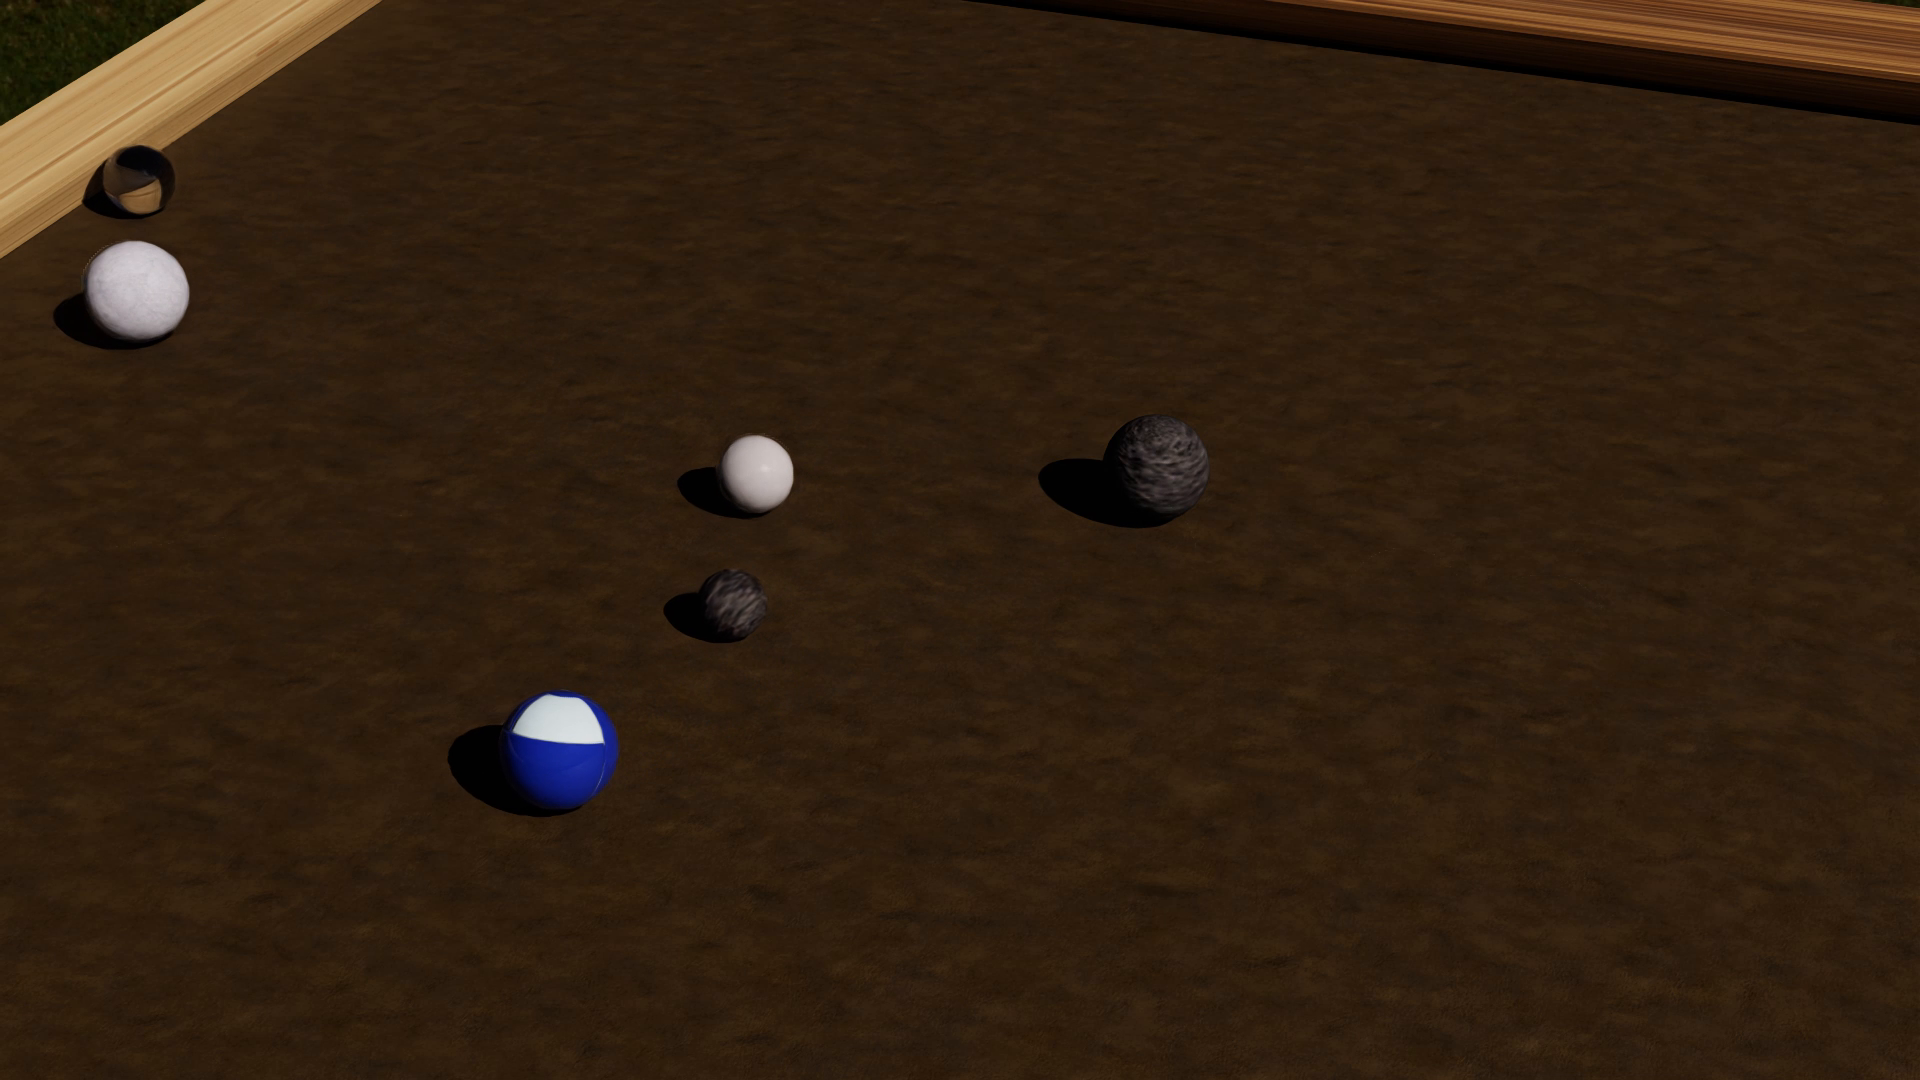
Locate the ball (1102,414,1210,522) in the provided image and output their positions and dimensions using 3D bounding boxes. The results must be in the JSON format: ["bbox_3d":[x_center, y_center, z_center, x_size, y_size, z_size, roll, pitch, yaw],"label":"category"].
[{"bbox_3d":[0.162,-0.059,2.123,0.089,0.089,0.089,0,33,0],"label":"ball"}]

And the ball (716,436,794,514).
[{"bbox_3d":[-0.171,-0.055,2.137,0.065,0.065,0.065,0,33,0],"label":"ball"}]

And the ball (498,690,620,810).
[{"bbox_3d":[-0.283,0.148,1.807,0.085,0.085,0.085,0,33,0],"label":"ball"}]

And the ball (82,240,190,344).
[{"bbox_3d":[-0.764,-0.230,2.380,0.095,0.095,0.095,0,33,0],"label":"ball"}]

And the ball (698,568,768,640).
[{"bbox_3d":[-0.176,0.049,1.987,0.055,0.055,0.055,0,33,0],"label":"ball"}]

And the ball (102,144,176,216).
[{"bbox_3d":[-0.836,-0.368,2.613,0.072,0.072,0.072,0,33,0],"label":"ball"}]

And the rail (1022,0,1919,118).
[{"bbox_3d":[1.426,-0.433,2.665,4.359,0.123,0.045,11,35,16],"label":"rail"}]

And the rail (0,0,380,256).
[{"bbox_3d":[-1.004,-0.215,2.329,0.045,0.123,2.431,11,35,16],"label":"rail"}]
